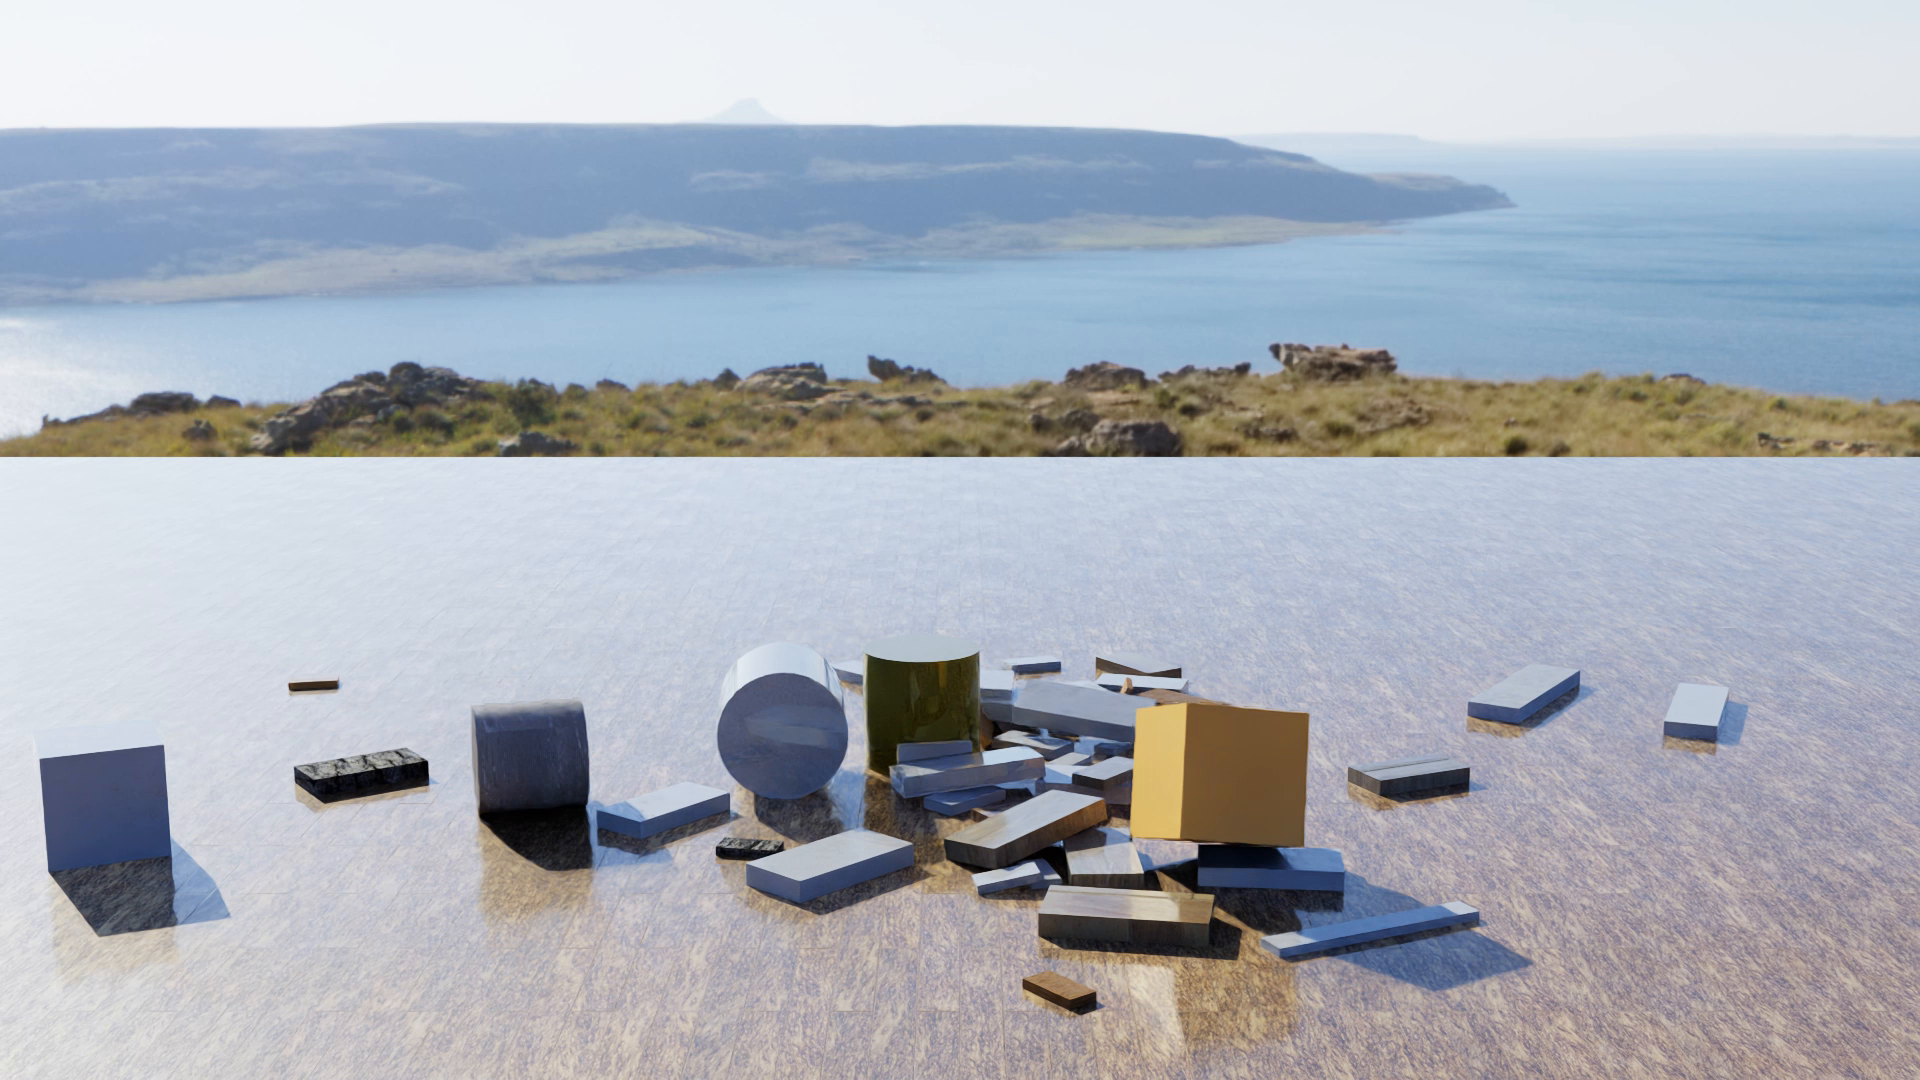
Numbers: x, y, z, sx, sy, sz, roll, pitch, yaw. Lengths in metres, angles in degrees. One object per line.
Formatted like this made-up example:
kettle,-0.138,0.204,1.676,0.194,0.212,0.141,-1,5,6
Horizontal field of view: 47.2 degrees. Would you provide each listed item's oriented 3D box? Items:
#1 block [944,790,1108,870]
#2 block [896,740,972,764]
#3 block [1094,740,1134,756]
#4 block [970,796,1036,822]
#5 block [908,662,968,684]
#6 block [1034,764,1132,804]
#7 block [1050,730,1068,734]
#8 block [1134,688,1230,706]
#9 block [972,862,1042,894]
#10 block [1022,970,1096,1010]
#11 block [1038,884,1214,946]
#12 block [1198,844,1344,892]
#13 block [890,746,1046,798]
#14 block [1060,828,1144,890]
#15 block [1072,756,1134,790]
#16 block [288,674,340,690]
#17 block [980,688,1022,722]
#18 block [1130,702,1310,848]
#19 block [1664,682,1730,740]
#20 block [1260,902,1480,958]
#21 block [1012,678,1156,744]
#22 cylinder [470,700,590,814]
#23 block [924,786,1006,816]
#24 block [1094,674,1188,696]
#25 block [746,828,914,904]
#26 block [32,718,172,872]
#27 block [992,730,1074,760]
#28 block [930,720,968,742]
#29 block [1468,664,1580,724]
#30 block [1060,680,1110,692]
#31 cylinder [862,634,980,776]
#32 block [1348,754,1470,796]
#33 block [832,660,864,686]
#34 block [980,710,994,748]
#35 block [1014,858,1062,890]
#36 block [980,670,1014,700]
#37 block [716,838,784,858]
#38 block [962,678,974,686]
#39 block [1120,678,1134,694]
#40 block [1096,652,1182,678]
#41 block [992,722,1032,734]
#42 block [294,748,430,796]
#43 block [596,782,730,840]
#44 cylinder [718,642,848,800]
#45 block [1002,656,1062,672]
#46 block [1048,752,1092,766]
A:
block,0.116,0.508,3.873,0.268,0.038,0.134,-19,14,-39
block,-0.050,0.434,4.309,0.148,0.074,0.021,-2,11,-12
block,0.322,0.423,4.527,0.047,0.013,0.095,9,14,37
block,0.105,0.505,4.070,0.152,0.022,0.076,-7,12,-32
block,-0.069,0.327,4.890,0.084,0.024,0.168,17,32,38
block,0.274,0.470,4.220,0.244,0.035,0.122,2,11,11
block,0.219,0.389,4.702,0.063,0.018,0.125,0,11,-2
block,0.480,0.364,4.811,0.198,0.028,0.099,10,15,44
block,0.078,0.568,3.695,0.109,0.015,0.054,-11,13,-7
block,0.146,0.662,3.239,0.053,0.015,0.105,-8,13,-38
block,0.268,0.599,3.514,0.268,0.038,0.134,2,11,10
block,0.528,0.558,3.747,0.244,0.035,0.122,1,11,6
block,0.013,0.445,4.233,0.276,0.039,0.138,-7,5,-12
block,0.242,0.551,3.786,0.122,0.035,0.244,0,11,-2
block,0.286,0.445,4.201,0.074,0.021,0.148,8,13,37
block,-1.483,0.326,5.049,0.109,0.015,0.054,-2,11,-12
block,0.002,0.348,4.735,0.346,0.039,0.138,4,10,5
block,0.445,0.408,3.791,0.225,0.225,0.225,6,-9,-17
block,1.600,0.370,4.772,0.106,0.030,0.354,4,11,23
block,0.653,0.616,3.487,0.384,0.015,0.053,-5,12,-25
block,0.261,0.358,4.598,0.276,0.039,0.138,9,25,12
cylinder,-0.807,0.405,4.119,0.200,0.200,0.200,-3,11,-16
block,0.009,0.488,4.159,0.074,0.021,0.148,10,14,43
block,0.410,0.333,4.974,0.198,0.028,0.099,3,11,16
block,-0.220,0.554,3.760,0.134,0.038,0.268,10,14,42
block,-1.520,0.446,3.891,0.201,0.201,0.201,-5,12,-26
block,0.150,0.421,4.520,0.152,0.022,0.076,7,13,35
block,-0.022,0.404,4.615,0.068,0.019,0.137,1,11,6
block,1.266,0.341,4.923,0.115,0.033,0.414,7,13,33
block,0.282,0.353,4.861,0.106,0.030,0.212,-4,11,-21
cylinder,-0.077,0.332,4.418,0.235,0.235,0.235,0,11,0
block,0.877,0.458,4.298,0.212,0.030,0.106,-5,12,-25
block,-0.167,0.321,5.051,0.324,0.024,0.084,10,15,44
block,0.039,0.386,4.592,0.019,0.068,0.137,-40,5,10
block,0.133,0.568,3.745,0.053,0.015,0.105,-3,11,-13
block,0.073,0.314,4.766,0.084,0.024,0.168,3,10,3
block,-0.371,0.543,3.878,0.109,0.015,0.054,2,11,11
block,0.032,0.335,4.918,0.137,0.019,0.068,6,27,14
block,0.368,0.340,4.883,0.013,0.047,0.095,20,11,-1
block,0.418,0.300,5.155,0.099,0.028,0.198,-7,13,-33
block,0.110,0.397,4.657,0.063,0.018,0.125,-2,11,-10
block,-1.174,0.454,4.314,0.229,0.033,0.115,-7,13,-35
block,-0.547,0.499,4.071,0.115,0.033,0.230,8,13,38
cylinder,-0.346,0.349,4.285,0.249,0.249,0.249,-1,11,-5
block,0.170,0.294,5.214,0.125,0.018,0.063,-4,11,-20
block,0.219,0.446,4.406,0.047,0.013,0.094,7,13,33
